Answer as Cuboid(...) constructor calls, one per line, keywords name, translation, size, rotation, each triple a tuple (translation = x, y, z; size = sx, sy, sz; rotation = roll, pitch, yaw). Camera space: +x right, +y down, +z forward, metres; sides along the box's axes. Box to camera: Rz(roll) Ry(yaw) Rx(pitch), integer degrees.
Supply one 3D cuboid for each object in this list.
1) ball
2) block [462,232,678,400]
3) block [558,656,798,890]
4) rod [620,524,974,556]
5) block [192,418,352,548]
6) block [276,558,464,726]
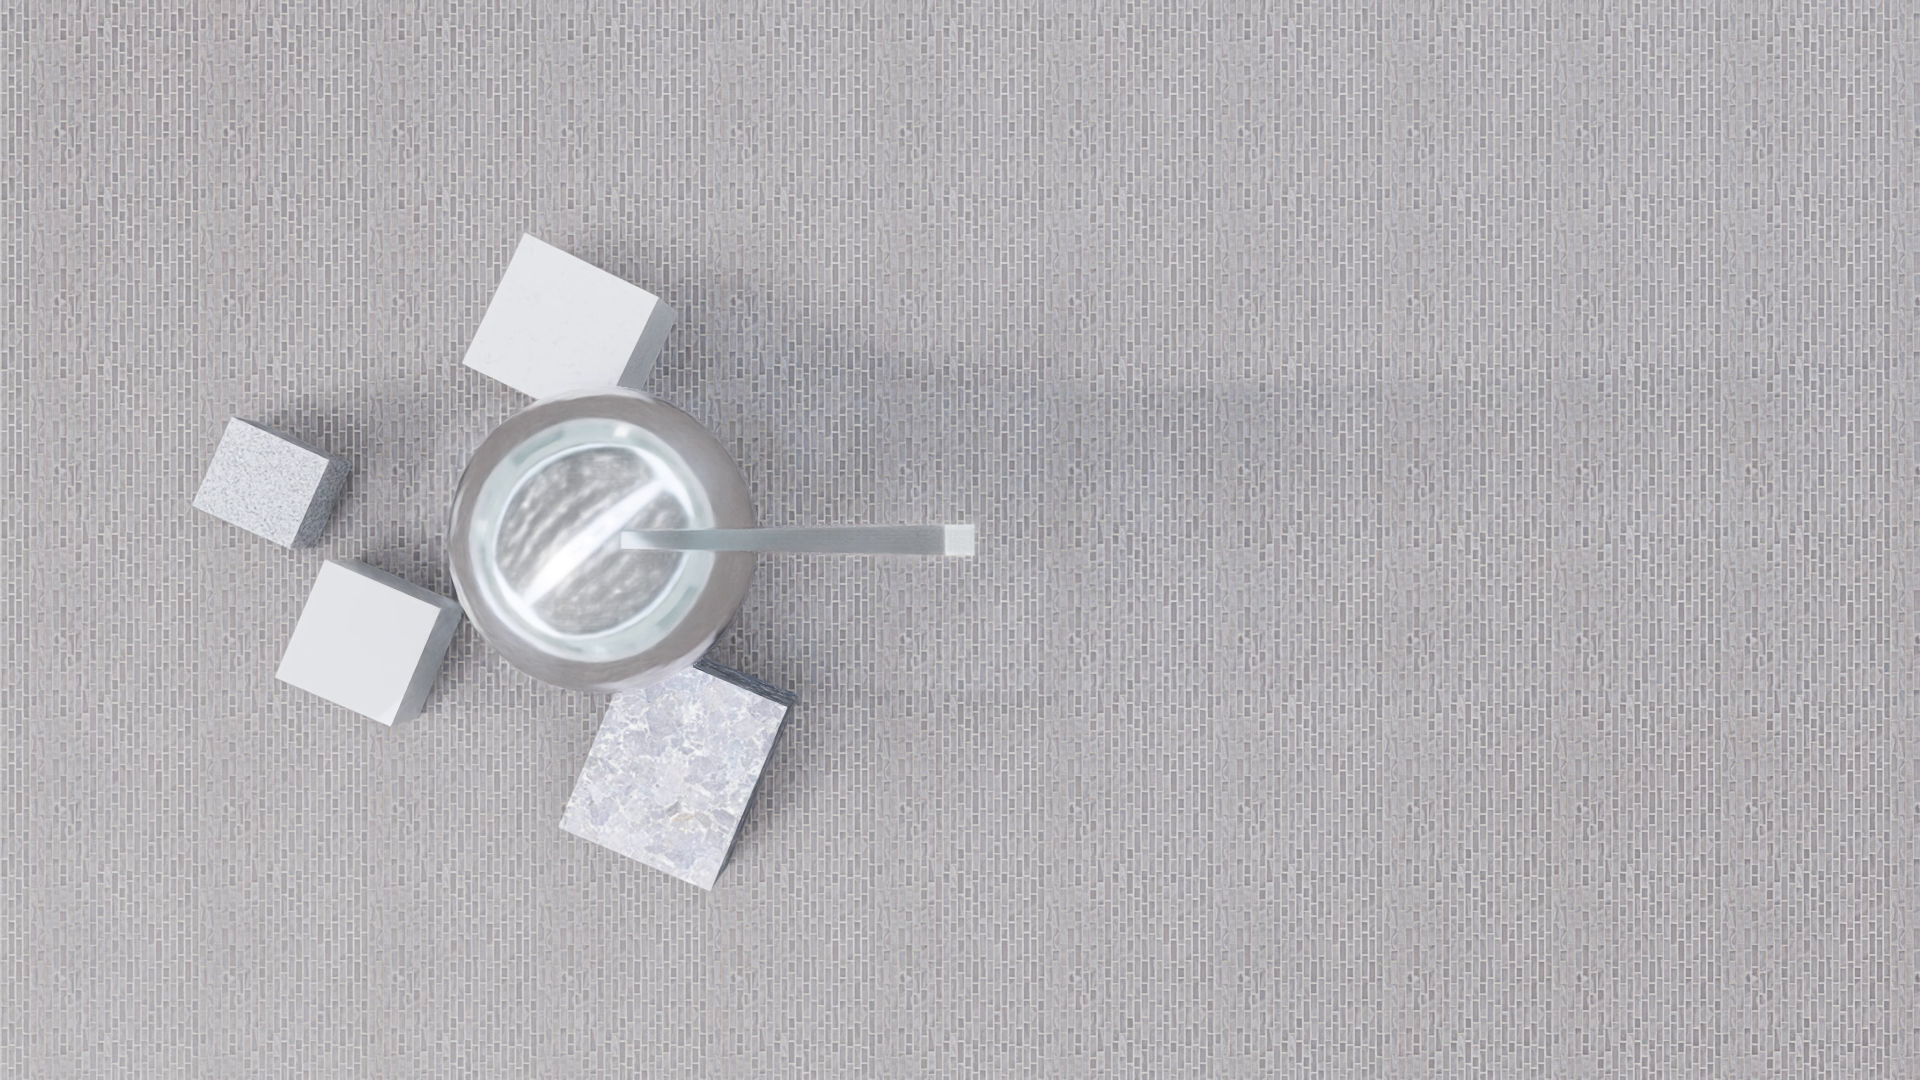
Cuboid(name="ball", translation=(-1.865, 0.000, 11.492), size=(1.600, 1.600, 1.600), rotation=(0, 90, 0))
Cuboid(name="block", translation=(-2.206, -1.158, 12.570), size=(0.820, 0.860, 0.799), rotation=(26, 90, 0))
Cuboid(name="block", translation=(-1.581, 1.251, 12.551), size=(0.907, 0.897, 1.098), rotation=(23, 90, 0))
Cuboid(name="rod", translation=(-0.808, 0.000, 8.260), size=(0.080, 5.200, 0.080), rotation=(0, 90, -18))
Cuboid(name="block", translation=(-3.979, -0.325, 12.755), size=(0.605, 0.490, 0.553), rotation=(24, 90, 0))
Cuboid(name="block", translation=(-3.387, 0.579, 12.684), size=(0.707, 0.632, 0.719), rotation=(23, 90, 0))
